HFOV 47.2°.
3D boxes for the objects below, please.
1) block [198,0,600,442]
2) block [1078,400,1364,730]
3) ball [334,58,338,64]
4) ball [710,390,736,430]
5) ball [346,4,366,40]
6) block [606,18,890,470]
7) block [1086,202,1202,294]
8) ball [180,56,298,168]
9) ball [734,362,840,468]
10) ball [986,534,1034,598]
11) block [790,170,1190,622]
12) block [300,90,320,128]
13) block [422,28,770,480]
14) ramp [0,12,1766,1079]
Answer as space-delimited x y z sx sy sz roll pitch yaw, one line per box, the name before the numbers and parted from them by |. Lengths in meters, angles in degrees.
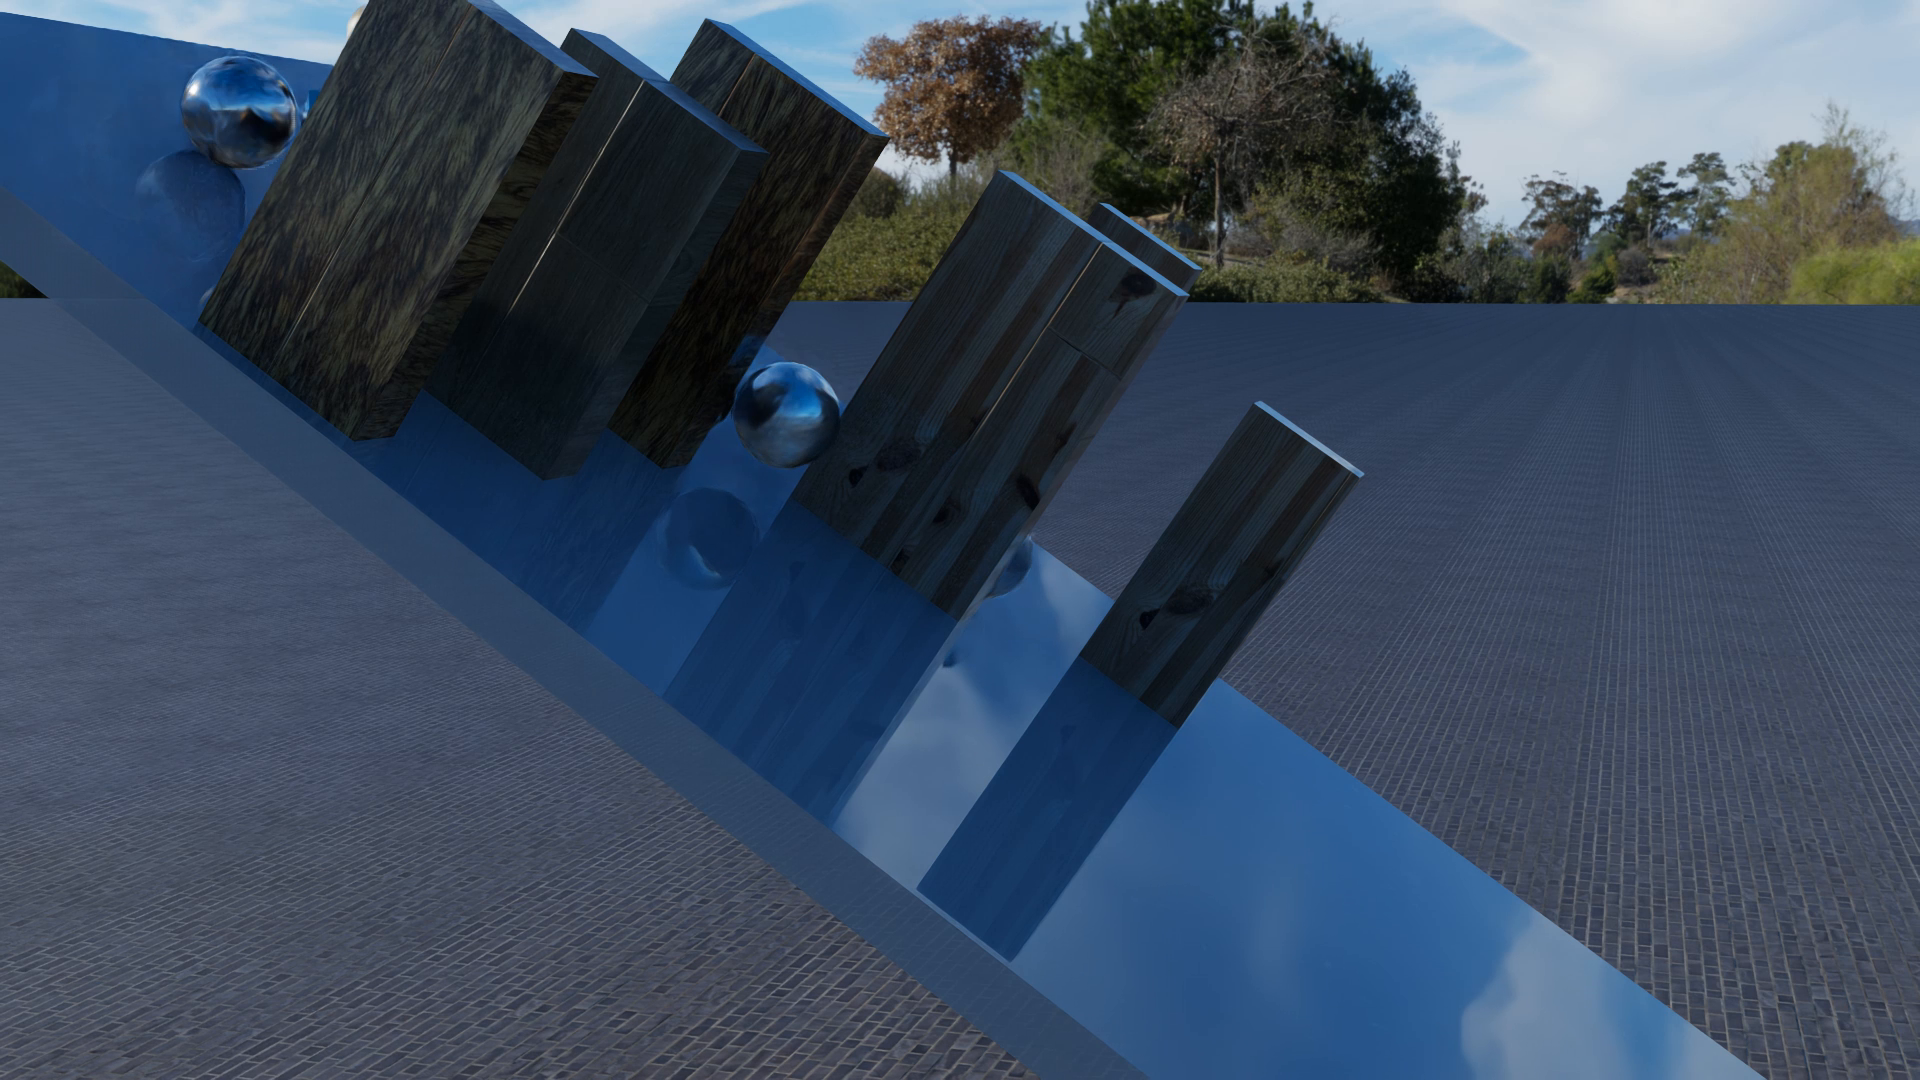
block | -0.846 -0.508 3.295 0.320 0.647 0.111 36 15 10
block | 0.521 0.052 4.415 0.253 0.626 0.087 36 15 10
ball | -1.159 -0.901 4.258 0.108 0.108 0.108 0 7 0
ball | -0.511 -0.289 4.177 0.173 0.173 0.173 0 7 0
ball | -1.100 -0.958 4.172 0.124 0.124 0.124 0 7 0
block | -0.477 -0.530 3.986 0.369 0.716 0.114 36 15 10
block | 0.200 -0.335 4.706 0.247 0.751 0.093 36 15 10
ball | -1.316 -0.782 4.020 0.204 0.204 0.204 0 7 0
ball | -0.330 -0.238 4.193 0.203 0.203 0.203 0 7 0
ball | 0.057 0.026 4.395 0.180 0.180 0.180 0 7 0
block | 0.050 -0.272 4.206 0.415 0.751 0.112 36 15 10
block | -1.086 -0.688 3.860 0.130 0.130 0.130 5 -28 -23
block | -0.633 -0.463 3.609 0.351 0.639 0.120 36 15 10
ramp | -0.110 0.189 4.091 4.000 0.100 2.000 36 15 10
